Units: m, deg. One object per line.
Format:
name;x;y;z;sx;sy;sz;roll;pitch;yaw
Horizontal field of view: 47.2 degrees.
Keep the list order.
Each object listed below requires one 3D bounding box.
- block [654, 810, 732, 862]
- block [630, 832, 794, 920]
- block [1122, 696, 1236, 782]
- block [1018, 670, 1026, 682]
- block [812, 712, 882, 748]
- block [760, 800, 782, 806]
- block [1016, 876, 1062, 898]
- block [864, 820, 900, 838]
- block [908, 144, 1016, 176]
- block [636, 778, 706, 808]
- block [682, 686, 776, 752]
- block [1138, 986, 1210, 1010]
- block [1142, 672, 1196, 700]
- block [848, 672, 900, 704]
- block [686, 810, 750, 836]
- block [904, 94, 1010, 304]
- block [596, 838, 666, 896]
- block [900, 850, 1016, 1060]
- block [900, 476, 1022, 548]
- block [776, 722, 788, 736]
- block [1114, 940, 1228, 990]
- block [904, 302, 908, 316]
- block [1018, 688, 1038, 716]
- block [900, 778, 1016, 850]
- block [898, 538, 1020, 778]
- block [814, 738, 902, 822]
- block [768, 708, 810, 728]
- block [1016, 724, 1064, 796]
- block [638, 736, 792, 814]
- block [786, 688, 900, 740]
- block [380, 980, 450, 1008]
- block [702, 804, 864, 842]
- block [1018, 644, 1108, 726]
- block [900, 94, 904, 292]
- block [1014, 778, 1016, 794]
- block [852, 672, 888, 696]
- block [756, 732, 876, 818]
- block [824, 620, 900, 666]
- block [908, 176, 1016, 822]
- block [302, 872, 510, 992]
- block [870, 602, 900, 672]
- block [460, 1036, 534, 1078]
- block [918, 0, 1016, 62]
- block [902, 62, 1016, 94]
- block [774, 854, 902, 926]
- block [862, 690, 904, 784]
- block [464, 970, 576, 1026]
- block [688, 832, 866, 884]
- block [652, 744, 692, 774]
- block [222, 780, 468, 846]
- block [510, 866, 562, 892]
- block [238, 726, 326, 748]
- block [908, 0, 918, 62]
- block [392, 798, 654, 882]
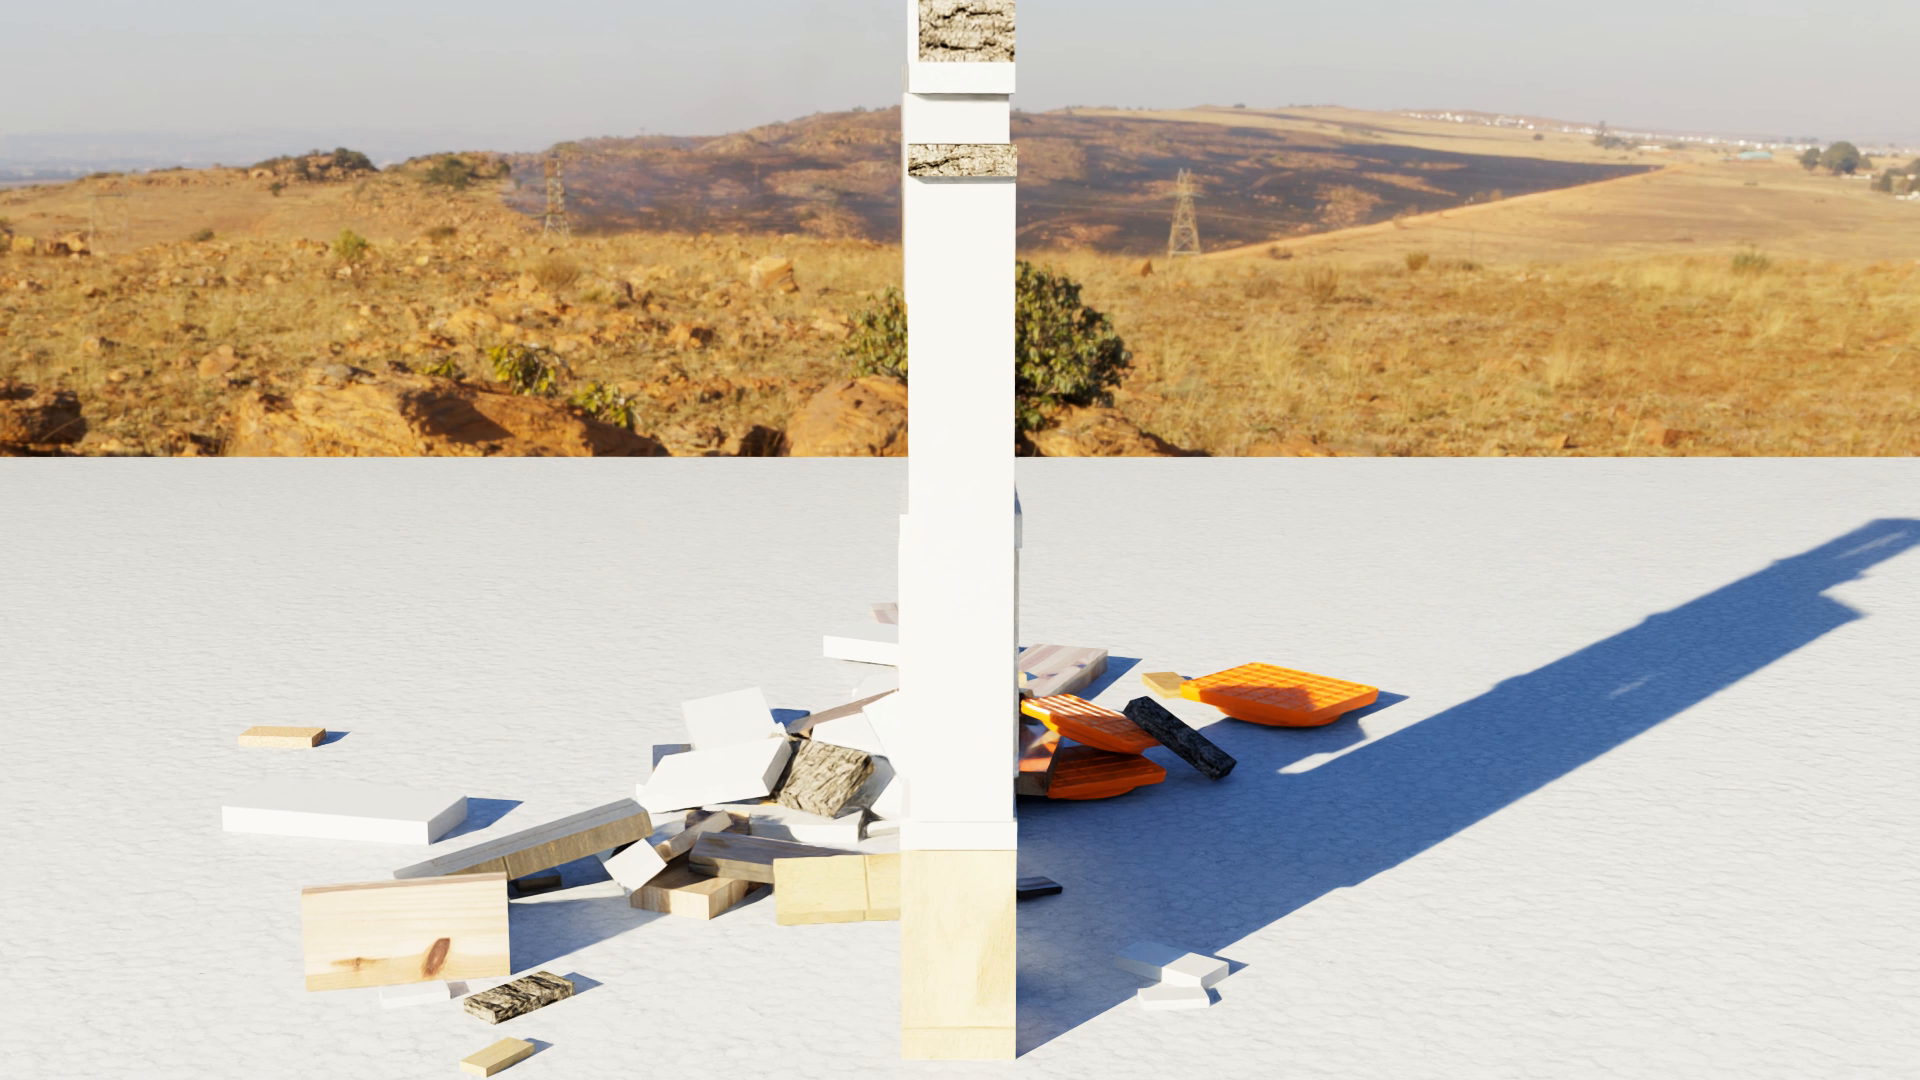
block;-0.485;0.523;3.759;0.110;0.031;0.221;-31;-4;20
block;-0.413;0.562;3.703;0.148;0.042;0.295;5;11;23
block;0.432;0.389;4.327;0.224;0.032;0.112;36;14;18
block;0.079;0.305;4.879;0.122;0.017;0.061;-4;11;-22
block;-0.114;0.381;4.251;0.359;0.051;0.180;-15;25;10
block;-0.331;0.467;4.109;0.056;0.016;0.112;-4;40;28
block;0.118;0.577;3.654;0.096;0.014;0.048;1;12;-41
block;-0.123;0.517;3.960;0.092;0.013;0.046;-4;-23;-20
block;0.001;-0.494;2.852;0.135;0.038;0.270;0;11;-1
block;-0.534;0.479;4.204;0.156;0.022;0.078;7;12;32
block;-0.453;0.393;4.405;0.164;0.047;0.329;-11;21;-11
block;0.311;0.668;3.210;0.095;0.014;0.048;-1;11;-6
block;0.476;0.330;5.007;0.078;0.022;0.156;-3;11;-14
block;-0.163;0.345;4.749;0.134;0.038;0.268;-10;13;12
block;-0.434;0.513;3.930;0.112;0.056;0.016;1;-20;3
block;-0.006;-0.473;3.048;0.143;0.285;0.040;-1;11;-5
block;-0.571;0.523;3.714;0.078;0.022;0.439;-39;13;-12
block;-0.002;0.555;3.006;0.155;0.310;0.044;0;11;0
block;0.000;-0.042;3.167;0.167;0.047;0.335;0;11;-1
block;-0.328;0.415;4.314;0.016;0.113;0.056;-28;14;-4
block;0.318;0.643;3.324;0.157;0.022;0.078;8;13;38
block;-0.012;-0.336;3.184;0.122;0.035;0.245;-1;11;-5
block;0.016;0.341;4.492;0.158;0.045;0.317;-16;6;-23
block;-0.002;0.362;3.075;0.155;0.044;0.310;0;11;0
block;-0.002;0.166;3.092;0.167;0.335;0.047;0;11;-1
block;-0.178;0.451;4.105;0.268;0.038;0.134;6;51;29
block;-0.421;0.402;4.579;0.134;0.038;0.268;3;11;16
block;0.104;0.419;4.221;0.158;0.045;0.317;1;11;8
block;-0.455;0.438;4.091;0.265;0.038;0.133;-11;26;23
block;-0.206;0.363;4.464;0.328;0.047;0.164;-18;6;16
block;-0.800;0.666;3.225;0.095;0.014;0.048;-4;11;-21
block;-0.326;0.514;3.992;0.293;0.032;0.112;1;11;3
block;0.173;0.322;4.973;0.180;0.051;0.528;4;11;20
block;-0.013;-0.509;3.230;0.143;0.285;0.040;-1;8;-6
block;0.008;0.362;3.920;0.177;0.355;0.050;-2;9;-12
block;-0.192;0.331;5.002;0.078;0.022;0.157;1;11;7
block;-0.293;0.432;4.068;0.265;0.038;0.133;7;43;44
block;-0.123;0.252;5.227;0.359;0.051;0.180;5;12;27
block;0.002;-0.045;2.844;0.135;0.841;0.038;0;11;0
block;-0.827;0.585;3.289;0.295;0.148;0.042;-2;8;-12
block;-0.117;0.293;5.209;0.078;0.022;1.275;-1;11;-7
block;-0.632;0.706;3.005;0.048;0.014;0.095;6;12;31
block;0.009;-0.786;3.008;0.131;0.262;0.037;-1;12;-4
block;-0.006;-0.652;3.109;0.143;0.040;0.285;-1;11;-4
block;-0.189;0.565;3.560;0.220;0.031;0.110;-2;44;-7
block;-0.066;0.385;4.055;0.133;0.038;0.265;-24;50;-8
block;-0.641;0.666;3.204;0.072;0.021;0.145;9;14;40
block;-0.219;0.548;3.659;0.450;0.031;0.110;7;13;3
block;-0.577;0.441;4.409;0.078;0.022;0.157;-1;11;-8
block;-1.125;0.499;4.031;0.401;0.047;0.164;3;12;12
block;-0.736;0.564;3.752;0.072;0.021;0.145;-5;12;-25
block;-1.411;0.410;4.579;0.156;0.022;0.078;1;11;6
block;-0.010;-0.820;3.181;0.131;0.262;0.037;0;10;-3
block;-0.726;0.520;3.656;0.412;0.042;0.148;-16;8;-19
